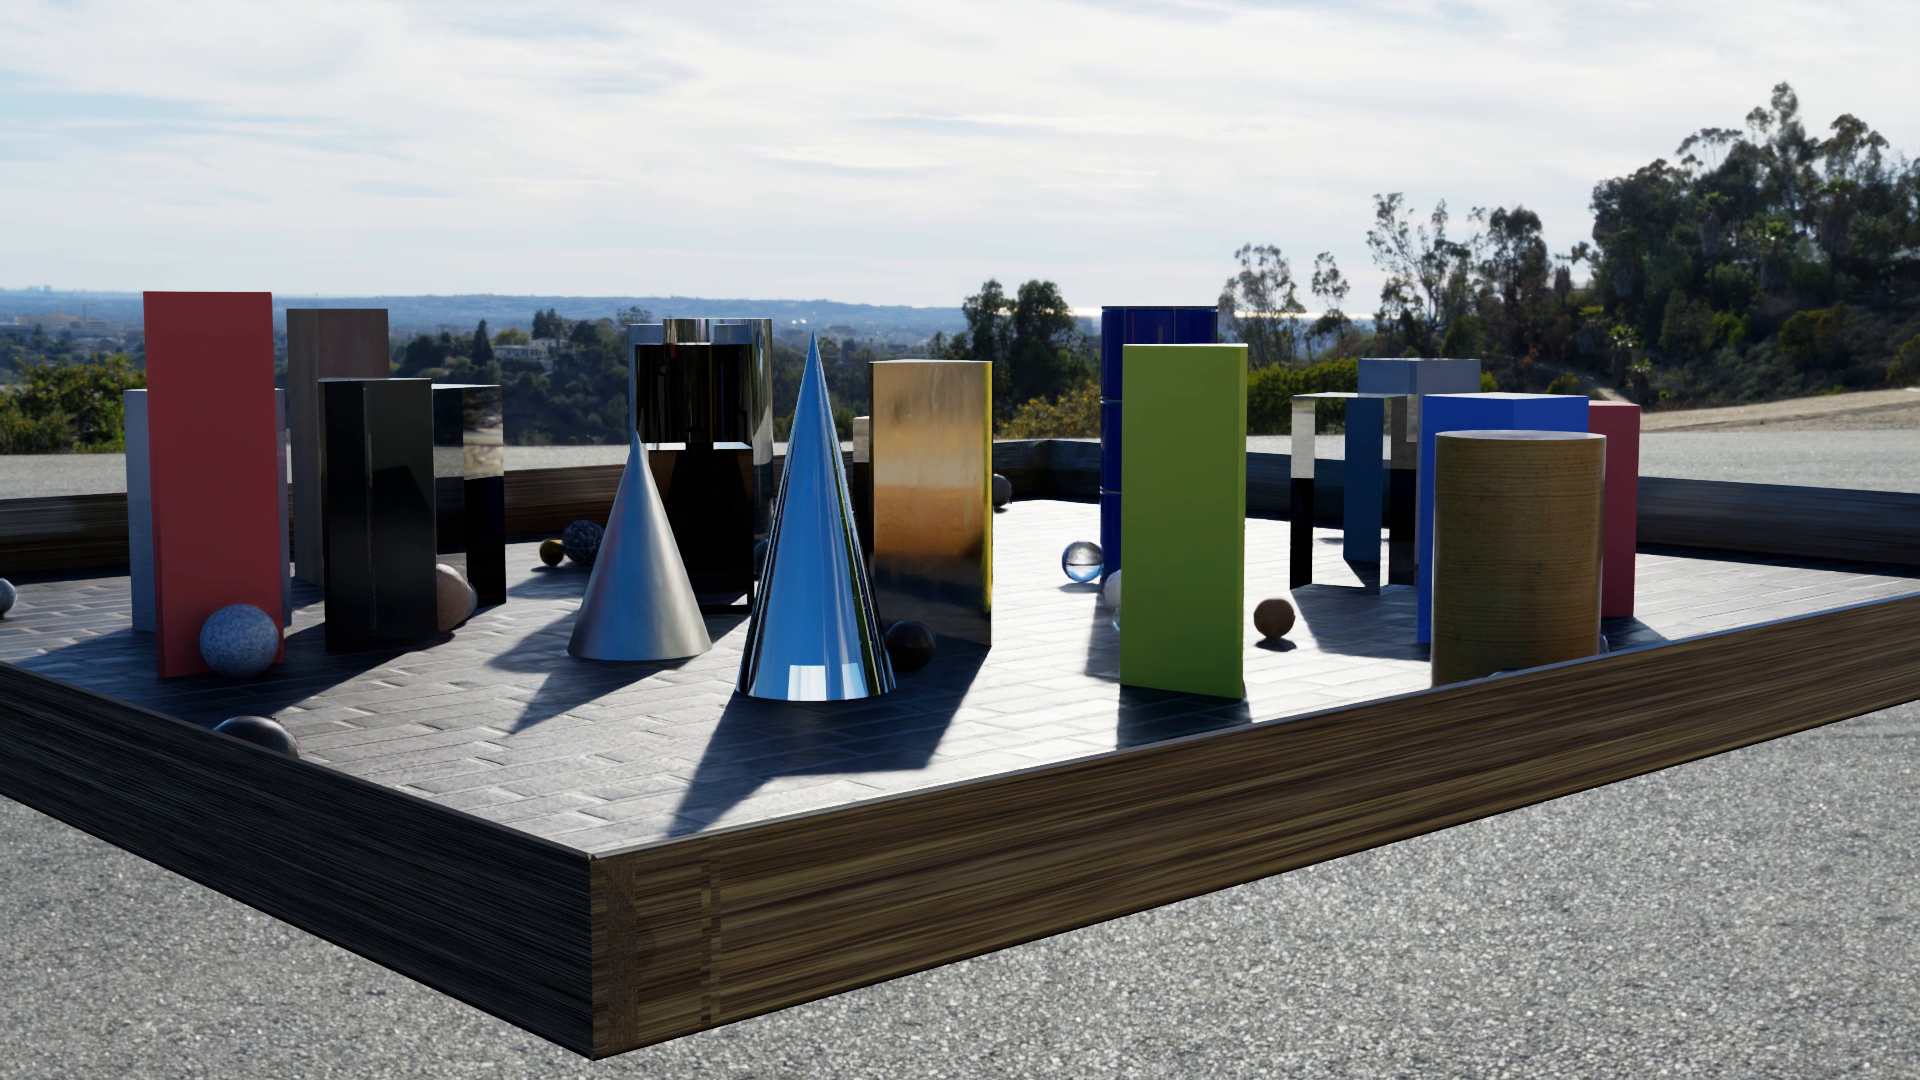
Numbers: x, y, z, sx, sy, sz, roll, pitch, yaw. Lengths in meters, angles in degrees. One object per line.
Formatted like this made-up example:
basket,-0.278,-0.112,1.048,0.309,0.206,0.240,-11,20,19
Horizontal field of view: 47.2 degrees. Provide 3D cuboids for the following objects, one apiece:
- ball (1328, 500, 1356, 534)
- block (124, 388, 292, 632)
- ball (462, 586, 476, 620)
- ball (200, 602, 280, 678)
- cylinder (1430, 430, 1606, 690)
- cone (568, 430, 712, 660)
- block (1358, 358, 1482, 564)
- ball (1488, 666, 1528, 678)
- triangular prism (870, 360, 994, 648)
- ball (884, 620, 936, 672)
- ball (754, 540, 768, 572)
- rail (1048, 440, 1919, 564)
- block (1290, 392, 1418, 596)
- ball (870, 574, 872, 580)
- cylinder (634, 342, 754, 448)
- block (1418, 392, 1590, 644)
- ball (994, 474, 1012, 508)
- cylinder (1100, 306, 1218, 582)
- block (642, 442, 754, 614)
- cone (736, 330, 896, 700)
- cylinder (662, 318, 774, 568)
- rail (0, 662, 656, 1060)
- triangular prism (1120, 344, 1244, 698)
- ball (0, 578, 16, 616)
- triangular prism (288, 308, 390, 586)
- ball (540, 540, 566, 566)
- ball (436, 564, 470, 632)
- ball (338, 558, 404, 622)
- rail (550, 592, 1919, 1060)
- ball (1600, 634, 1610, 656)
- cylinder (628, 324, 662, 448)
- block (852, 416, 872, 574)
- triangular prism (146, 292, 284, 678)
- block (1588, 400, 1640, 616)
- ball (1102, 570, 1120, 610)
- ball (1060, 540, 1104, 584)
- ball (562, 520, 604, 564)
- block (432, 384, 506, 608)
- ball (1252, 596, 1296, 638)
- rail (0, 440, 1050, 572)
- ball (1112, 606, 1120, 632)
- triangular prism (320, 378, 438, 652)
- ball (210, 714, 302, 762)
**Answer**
ball,0.760,-0.045,4.328,0.068,0.068,0.068,0,6,0
block,-1.045,-0.043,3.059,0.151,0.332,0.151,4,7,35
ball,-0.720,0.086,3.134,0.059,0.059,0.059,0,6,0
ball,-0.867,0.121,2.647,0.091,0.091,0.091,0,6,0
cylinder,0.639,0.029,2.524,0.189,0.300,0.189,0,6,0
cone,-0.419,0.000,2.864,0.189,0.287,0.189,0,6,0
block,0.816,-0.146,3.926,0.151,0.353,0.151,-4,7,-31
ball,0.570,0.169,2.258,0.078,0.078,0.078,0,6,0
triangular prism,-0.053,-0.052,2.937,0.164,0.374,0.142,-1,6,-14
ball,-0.062,0.129,2.701,0.064,0.064,0.064,0,6,0
ball,-0.320,0.028,3.692,0.057,0.057,0.057,0,6,0
rail,1.120,-0.077,4.360,0.045,0.123,2.714,-6,8,-42
block,0.625,-0.076,3.492,0.151,0.307,0.151,4,7,31
ball,-0.113,0.076,3.220,0.062,0.062,0.062,0,6,0
cylinder,-0.430,-0.124,3.566,0.189,0.386,0.189,0,6,0
block,0.718,-0.026,2.913,0.151,0.329,0.151,-4,7,-36
ball,0.079,-0.109,4.902,0.075,0.075,0.075,0,6,0
cylinder,0.324,-0.158,3.594,0.189,0.447,0.189,0,6,0
block,-0.390,-0.019,3.260,0.151,0.241,0.151,-1,6,-12
cone,-0.170,-0.036,2.572,0.189,0.420,0.189,0,6,0
cylinder,-0.419,-0.172,3.826,0.189,0.426,0.189,0,6,0
rail,-1.120,0.141,2.305,0.045,0.123,2.714,-6,8,-42
triangular prism,0.298,-0.030,2.600,0.164,0.401,0.142,5,8,37
ball,-1.394,0.083,3.178,0.056,0.056,0.056,0,6,0
triangular prism,-1.004,-0.157,3.612,0.142,0.443,0.164,-4,7,-31
ball,-0.706,0.023,3.803,0.044,0.044,0.044,0,6,0
ball,-0.722,0.080,3.025,0.095,0.095,0.095,0,6,0
ball,-0.834,0.071,3.119,0.092,0.092,0.092,0,6,0
rail,0.904,0.135,2.358,3.095,0.123,0.045,-6,8,-42
ball,0.764,0.135,2.681,0.056,0.056,0.056,0,6,0
cylinder,-0.551,-0.215,4.301,0.189,0.412,0.189,0,6,0
block,-0.080,-0.074,3.673,0.151,0.264,0.151,2,6,19
triangular prism,-0.959,-0.076,2.738,0.142,0.464,0.164,6,8,44
block,0.903,-0.049,3.243,0.151,0.305,0.151,0,6,4
ball,0.240,0.075,3.219,0.063,0.063,0.063,0,6,0
ball,0.199,0.034,3.566,0.071,0.071,0.071,0,6,0
ball,-0.655,0.004,3.836,0.076,0.076,0.076,0,6,0
block,-0.789,-0.065,3.281,0.151,0.328,0.151,3,7,28
ball,0.424,0.104,2.971,0.057,0.057,0.057,0,6,0
rail,-0.904,-0.071,4.307,3.095,0.123,0.045,-6,8,-42
ball,0.228,0.108,3.009,0.041,0.041,0.041,0,6,0
triangular prism,-0.813,-0.041,2.946,0.142,0.350,0.164,6,8,45
ball,-0.625,0.198,1.932,0.088,0.088,0.088,0,6,0
